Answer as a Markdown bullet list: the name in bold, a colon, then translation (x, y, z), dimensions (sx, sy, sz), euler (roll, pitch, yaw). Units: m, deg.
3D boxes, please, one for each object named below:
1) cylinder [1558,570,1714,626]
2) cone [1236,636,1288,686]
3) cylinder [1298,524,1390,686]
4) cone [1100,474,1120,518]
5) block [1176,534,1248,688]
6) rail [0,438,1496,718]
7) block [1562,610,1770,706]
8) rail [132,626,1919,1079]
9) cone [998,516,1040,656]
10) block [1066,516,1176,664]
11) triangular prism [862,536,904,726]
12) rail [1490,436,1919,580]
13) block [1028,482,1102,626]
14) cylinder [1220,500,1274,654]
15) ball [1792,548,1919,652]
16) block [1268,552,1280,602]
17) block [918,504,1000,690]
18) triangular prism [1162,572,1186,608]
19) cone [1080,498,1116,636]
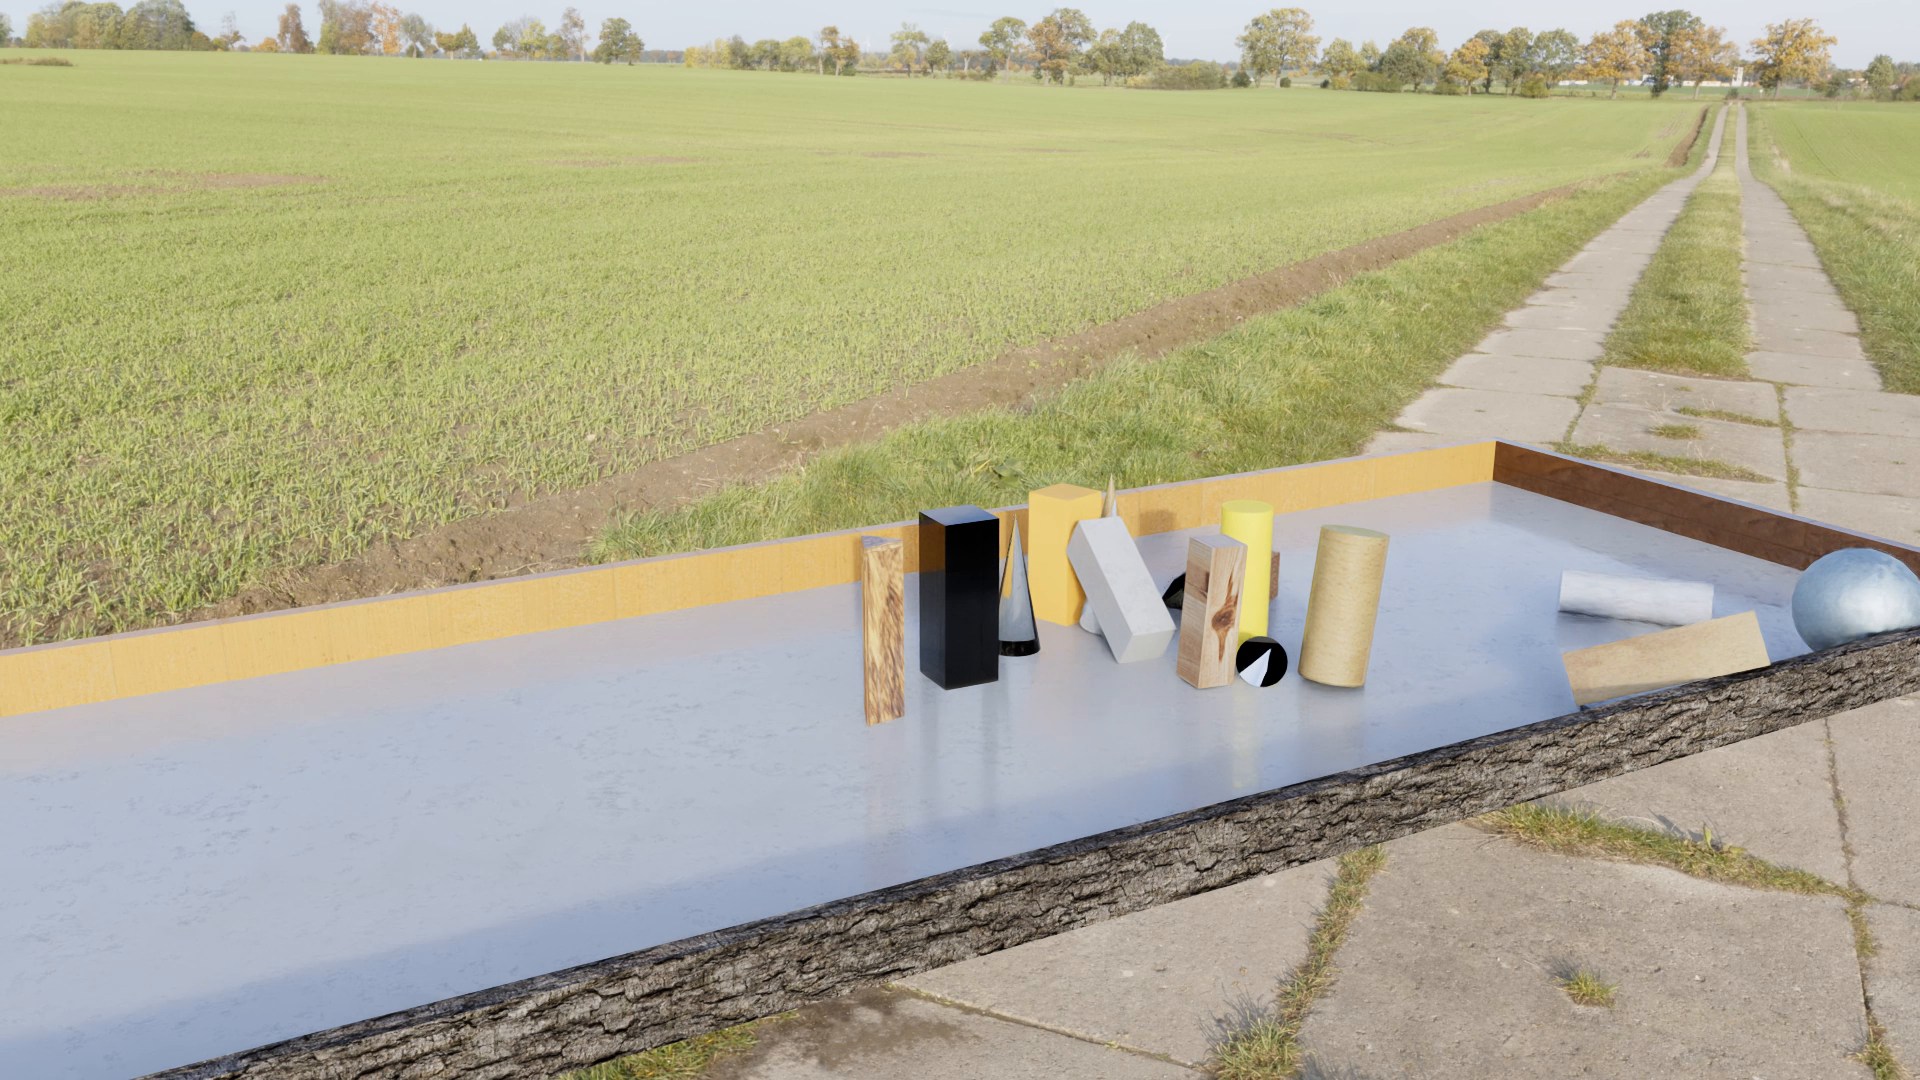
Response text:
- **cylinder**: translation (1.875, 0.163, 4.583), dimensions (0.386, 0.123, 0.123), euler (6, 18, 21)
- **cone**: translation (0.798, 0.288, 4.263), dimensions (0.128, 0.128, 0.336), euler (5, 6, 16)
- **cylinder**: translation (0.953, 0.161, 4.099), dimensions (0.169, 0.374, 0.169), euler (7, 9, -1)
- **cone**: translation (0.440, -0.030, 4.840), dimensions (0.149, 0.348, 0.149), euler (0, 16, 0)
- **block**: translation (0.625, 0.177, 4.098), dimensions (0.103, 0.363, 0.103), euler (-4, 18, -24)
- **rail**: translation (-3.305, 0.497, 3.399), dimensions (12.000, 0.150, 0.050), euler (-9, 18, -27)
- **block**: translation (1.653, 0.278, 3.869), dimensions (0.426, 0.127, 0.127), euler (-16, -9, 24)
- **rail**: translation (-2.336, 1.006, 1.665), dimensions (12.000, 0.150, 0.050), euler (-9, 18, -27)
- **cone**: translation (0.144, 0.108, 4.330), dimensions (0.140, 0.371, 0.140), euler (0, 16, 0)
- **block**: translation (0.420, 0.129, 4.345), dimensions (0.126, 0.126, 0.384), euler (-7, 53, -22)
- **triangular prism**: translation (-0.201, 0.208, 3.874), dimensions (0.105, 0.436, 0.091), euler (-12, 20, -36)
- **rail**: translation (2.466, -0.048, 5.253), dimensions (0.050, 0.150, 2.100), euler (-9, 18, -27)
- **block**: translation (0.290, 0.039, 4.590), dimensions (0.141, 0.357, 0.141), euler (15, 22, 41)
- **cylinder**: translation (0.746, 0.100, 4.324), dimensions (0.133, 0.390, 0.133), euler (0, 16, 0)
- **ball**: translation (2.300, 0.173, 4.224), dimensions (0.306, 0.306, 0.306), euler (0, 16, 0)
- **block**: translation (0.776, 0.134, 4.665), dimensions (0.132, 0.132, 0.361), euler (9, 19, 29)
- **block**: translation (-0.003, 0.141, 4.120), dimensions (0.148, 0.425, 0.148), euler (-8, 18, -26)
- **triangular prism**: translation (0.705, 0.102, 4.844), dimensions (0.102, 0.088, 0.398), euler (8, 18, 28)
- **cone**: translation (0.411, 0.051, 4.537), dimensions (0.126, 0.126, 0.415), euler (3, 56, 9)
